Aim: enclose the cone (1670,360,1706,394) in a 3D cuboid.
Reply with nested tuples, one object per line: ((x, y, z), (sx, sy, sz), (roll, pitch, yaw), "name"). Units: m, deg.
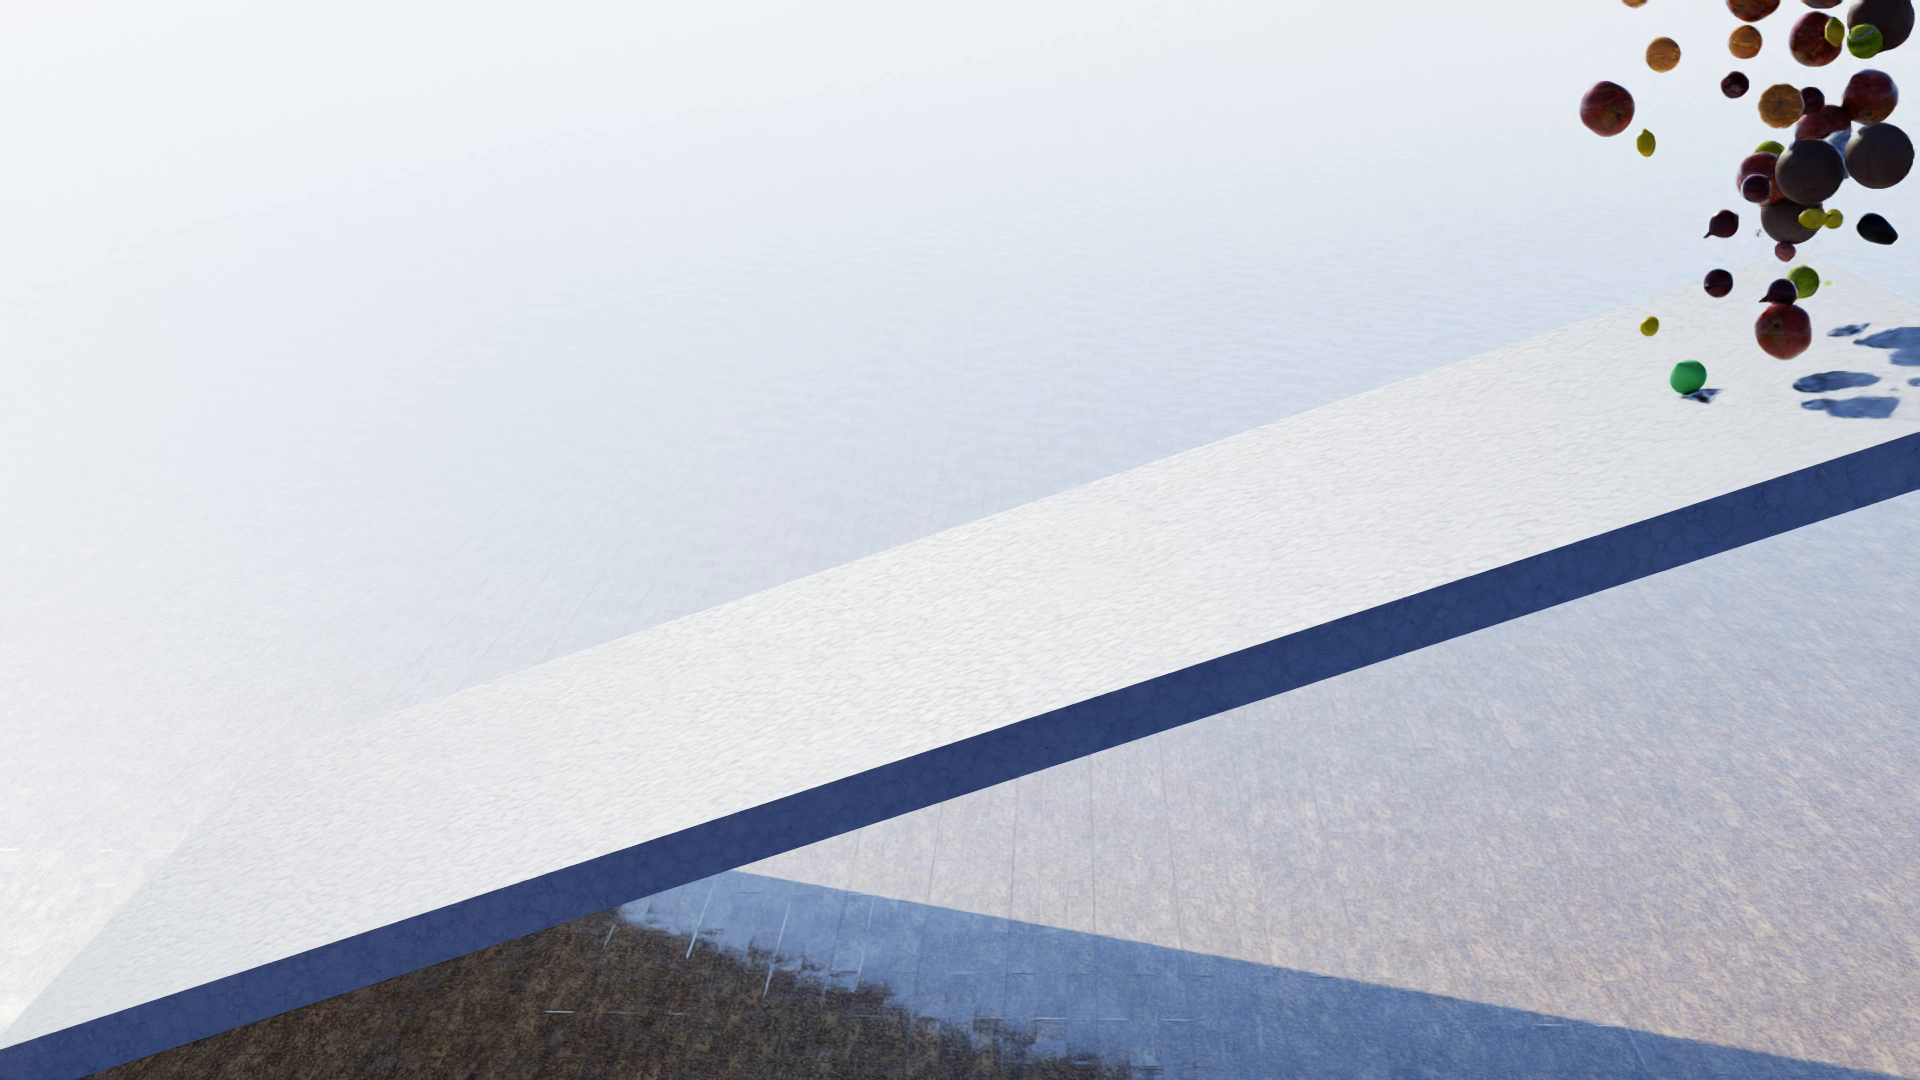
((1.471, -0.346, 5.983), (0.077, 0.077, 0.077), (8, -15, 34), "cone")

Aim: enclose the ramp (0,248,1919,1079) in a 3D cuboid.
((0.108, 0.180, 6.304), (4.000, 0.100, 2.000), (-18, 11, 6), "ramp")

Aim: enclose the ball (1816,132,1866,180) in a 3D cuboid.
((1.783, -0.778, 5.953), (0.096, 0.096, 0.096), (0, 12, 0), "ball")
